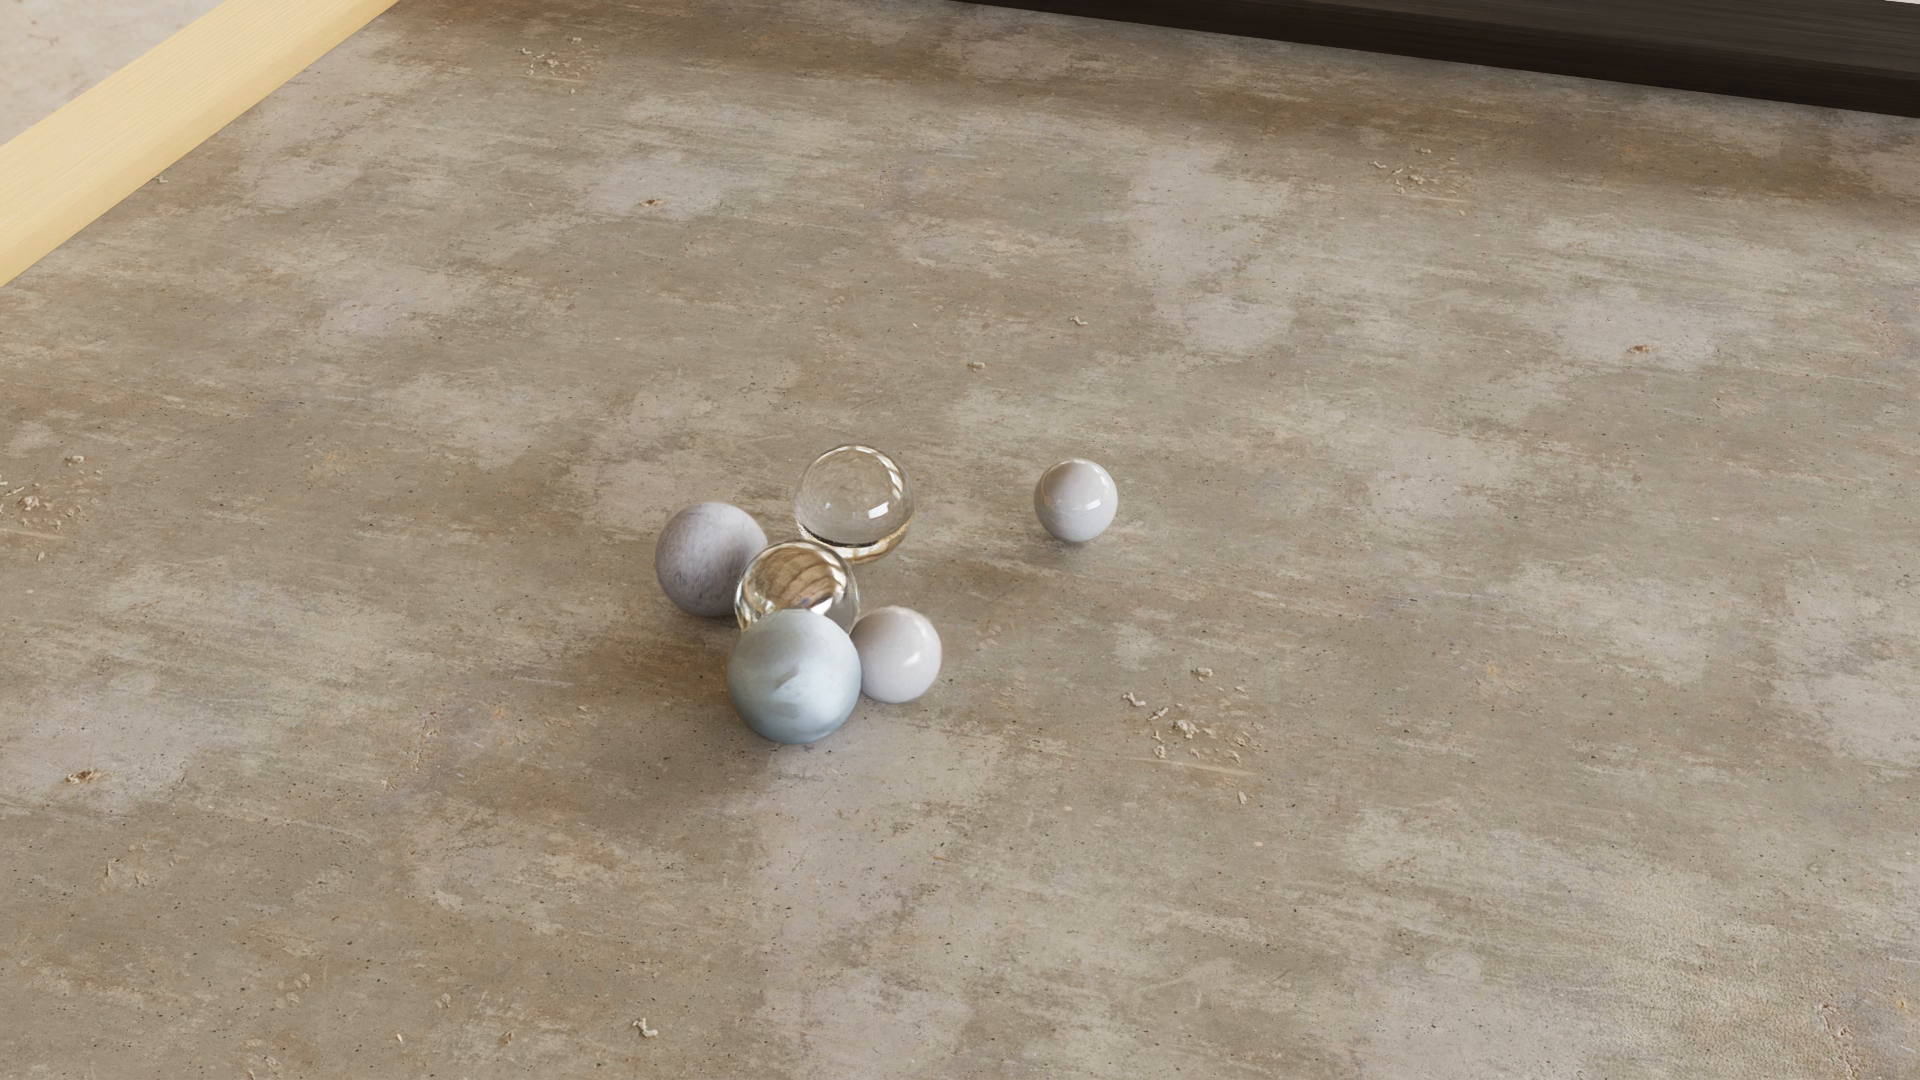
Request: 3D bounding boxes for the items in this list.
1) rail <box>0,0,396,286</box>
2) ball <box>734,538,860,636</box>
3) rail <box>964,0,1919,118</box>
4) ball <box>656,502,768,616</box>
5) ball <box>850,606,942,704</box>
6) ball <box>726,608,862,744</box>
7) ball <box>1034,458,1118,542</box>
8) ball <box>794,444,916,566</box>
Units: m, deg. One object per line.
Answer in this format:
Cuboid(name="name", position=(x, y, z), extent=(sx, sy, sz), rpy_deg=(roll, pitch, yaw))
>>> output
Cuboid(name="rail", position=(-0.972, -0.191, 2.285), extent=(0.045, 0.127, 2.412), rpy_deg=(10, 34, 15))
Cuboid(name="ball", position=(-0.124, 0.047, 1.951), extent=(0.095, 0.095, 0.095), rpy_deg=(0, 33, 0))
Cuboid(name="rail", position=(1.364, -0.450, 2.684), extent=(4.189, 0.127, 0.045), rpy_deg=(10, 34, 15))
Cuboid(name="ball", position=(-0.193, 0.015, 2.005), extent=(0.090, 0.090, 0.090), rpy_deg=(0, 33, 0))
Cuboid(name="ball", position=(-0.049, 0.085, 1.913), extent=(0.072, 0.072, 0.072), rpy_deg=(0, 33, 0))
Cuboid(name="ball", position=(-0.121, 0.099, 1.868), extent=(0.098, 0.098, 0.098), rpy_deg=(0, 33, 0))
Cuboid(name="ball", position=(0.095, -0.033, 2.097), extent=(0.069, 0.069, 0.069), rpy_deg=(0, 33, 0))
Cuboid(name="ball", position=(-0.085, -0.029, 2.064), extent=(0.098, 0.098, 0.098), rpy_deg=(0, 33, 0))
